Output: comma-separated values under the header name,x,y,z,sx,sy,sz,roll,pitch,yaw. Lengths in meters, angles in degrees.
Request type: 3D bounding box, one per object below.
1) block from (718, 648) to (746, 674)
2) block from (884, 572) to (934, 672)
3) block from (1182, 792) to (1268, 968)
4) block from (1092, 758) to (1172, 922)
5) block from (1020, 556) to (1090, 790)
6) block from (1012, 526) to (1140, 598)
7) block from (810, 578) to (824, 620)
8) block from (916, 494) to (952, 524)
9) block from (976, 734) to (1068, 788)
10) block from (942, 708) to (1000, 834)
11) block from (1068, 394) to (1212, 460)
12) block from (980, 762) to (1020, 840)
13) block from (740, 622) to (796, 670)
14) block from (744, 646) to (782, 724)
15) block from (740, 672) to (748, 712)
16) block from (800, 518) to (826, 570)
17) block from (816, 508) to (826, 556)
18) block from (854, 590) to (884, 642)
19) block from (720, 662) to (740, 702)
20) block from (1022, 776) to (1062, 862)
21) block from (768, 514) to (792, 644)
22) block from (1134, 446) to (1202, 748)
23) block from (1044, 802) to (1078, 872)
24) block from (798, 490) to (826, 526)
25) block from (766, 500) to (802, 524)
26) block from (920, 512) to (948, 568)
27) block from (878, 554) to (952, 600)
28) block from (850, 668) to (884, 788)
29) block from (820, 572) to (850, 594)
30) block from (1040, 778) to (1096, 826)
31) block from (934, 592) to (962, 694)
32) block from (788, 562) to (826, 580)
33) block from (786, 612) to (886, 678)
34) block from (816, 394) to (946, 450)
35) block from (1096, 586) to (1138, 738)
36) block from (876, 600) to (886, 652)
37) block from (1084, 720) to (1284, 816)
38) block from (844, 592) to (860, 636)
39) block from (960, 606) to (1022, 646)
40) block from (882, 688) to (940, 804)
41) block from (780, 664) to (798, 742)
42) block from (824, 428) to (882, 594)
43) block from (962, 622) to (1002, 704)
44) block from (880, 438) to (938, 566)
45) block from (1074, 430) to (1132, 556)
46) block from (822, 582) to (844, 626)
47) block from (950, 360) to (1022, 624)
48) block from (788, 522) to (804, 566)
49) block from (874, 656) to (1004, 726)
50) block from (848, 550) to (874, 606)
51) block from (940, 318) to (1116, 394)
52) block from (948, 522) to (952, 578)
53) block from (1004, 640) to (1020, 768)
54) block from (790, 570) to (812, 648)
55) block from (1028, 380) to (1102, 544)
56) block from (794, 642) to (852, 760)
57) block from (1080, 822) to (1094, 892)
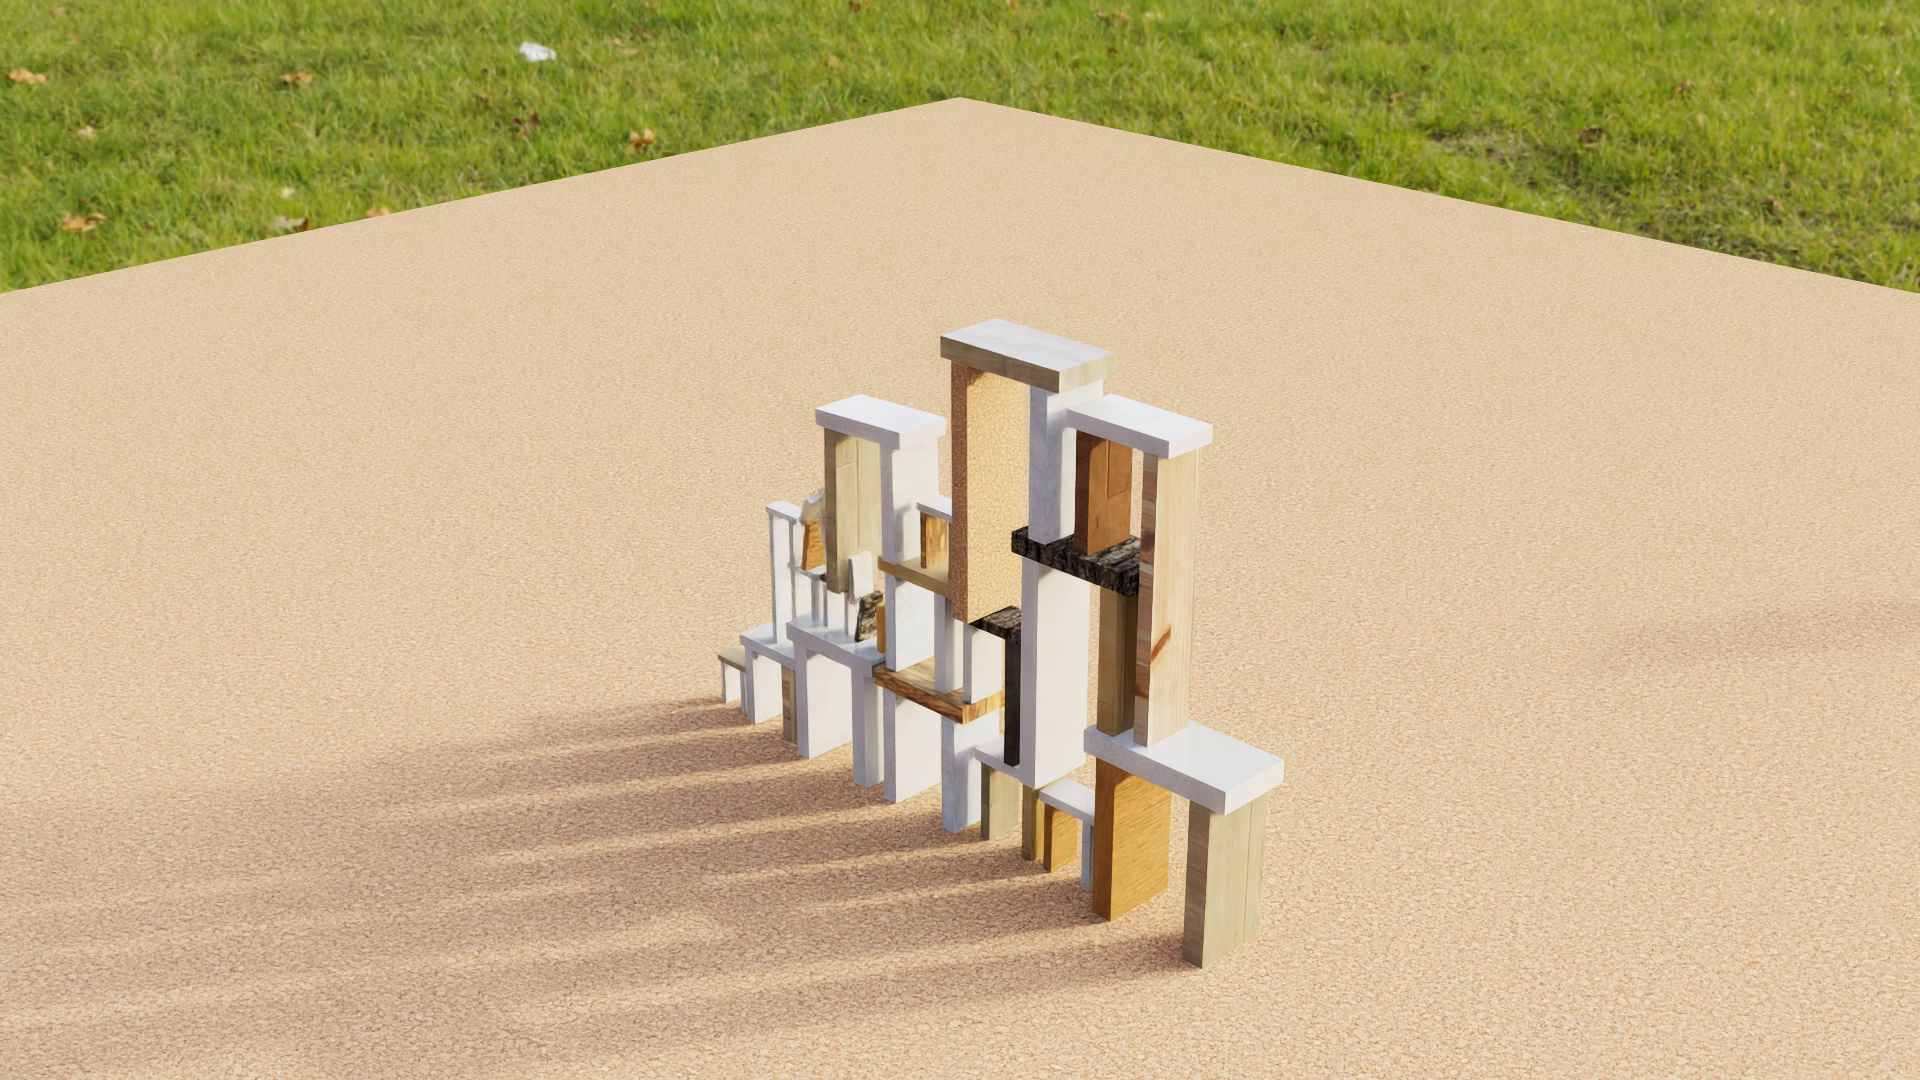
name,x,y,z,sx,sy,sz,roll,pitch,yaw
block,-0.485,0.266,4.861,0.099,0.014,0.050,21,31,41
block,-0.101,0.149,4.404,0.030,0.210,0.105,21,31,41
block,0.476,0.590,3.950,0.047,0.329,0.164,21,31,41
block,0.321,0.529,4.093,0.047,0.328,0.164,21,31,41
block,0.177,0.231,4.126,0.040,0.468,0.143,21,31,41
block,0.245,0.023,3.965,0.285,0.040,0.143,21,31,41
block,-0.289,0.118,4.594,0.013,0.094,0.047,21,31,41
block,-0.023,-0.058,4.230,0.058,0.016,0.116,-21,31,-41
block,0.119,0.430,4.285,0.168,0.024,0.084,21,31,40
block,0.021,0.446,4.386,0.036,0.252,0.126,21,31,41
block,0.309,-0.198,3.801,0.230,0.033,0.115,21,31,40
block,0.079,0.503,4.359,0.024,0.168,0.084,21,31,41
block,-0.383,0.227,4.734,0.179,0.025,0.090,21,31,41
block,-0.425,0.305,4.813,0.025,0.179,0.090,21,31,41
block,-0.462,0.328,4.862,0.014,0.099,0.050,21,31,41
block,-0.300,0.007,4.558,0.054,0.110,0.015,-21,40,-41
block,-0.258,-0.021,4.482,0.054,0.108,0.015,-32,40,-31
block,-0.186,0.156,4.492,0.052,0.103,0.015,-21,43,-41
block,-0.508,0.309,4.905,0.014,0.099,0.050,21,31,41
block,0.159,0.534,4.286,0.024,0.168,0.084,21,31,41
block,-0.379,0.077,4.674,0.014,0.299,0.048,21,31,41
block,0.364,0.094,3.866,0.033,0.556,0.115,21,31,41
block,0.195,0.562,4.248,0.021,0.147,0.073,21,31,41
block,-0.296,-0.068,4.499,0.054,0.108,0.015,-28,74,-24
block,-0.357,-0.058,4.592,0.048,0.014,0.095,-21,31,-40
block,-0.051,-0.008,4.281,0.016,0.116,0.058,21,31,41
block,-0.052,0.058,4.312,0.210,0.030,0.105,21,31,41
block,-0.162,0.370,4.553,0.037,0.263,0.131,21,31,41
block,-0.238,0.084,4.529,0.048,0.014,0.096,-21,31,-41
block,0.229,0.498,4.184,0.147,0.021,0.073,21,31,41
block,-0.002,0.188,4.313,0.030,0.210,0.105,21,31,41
block,-0.312,0.059,4.594,0.047,0.013,0.095,-21,31,-41
block,-0.224,0.208,4.551,0.263,0.037,0.131,21,31,41
block,-0.157,-0.232,4.300,0.122,0.034,0.243,-21,28,-40
block,0.312,0.199,3.967,0.040,0.285,0.143,21,31,41
block,-0.145,0.172,4.454,0.052,0.103,0.015,-21,31,-41
block,0.399,0.387,3.948,0.329,0.047,0.164,21,31,41
block,-0.216,0.144,4.529,0.048,0.096,0.014,-21,32,-41
block,0.084,0.153,4.201,0.084,0.024,0.168,-21,31,-40
block,-0.098,0.400,4.495,0.036,0.252,0.126,21,31,41
block,-0.340,0.338,4.736,0.025,0.179,0.090,21,31,41
block,-0.215,-0.073,4.432,0.034,0.352,0.121,22,31,40
block,0.044,0.226,4.275,0.084,0.168,0.024,-21,31,-41
block,-0.098,-0.084,4.298,0.121,0.243,0.034,-21,30,-41
block,0.255,-0.098,3.902,0.033,0.230,0.115,21,31,41
block,-0.262,0.127,4.571,0.014,0.096,0.048,21,31,41
block,0.051,-0.104,4.120,0.146,0.513,0.041,-21,31,-40
block,-0.334,0.001,4.593,0.048,0.095,0.014,-21,31,-41
block,-0.039,0.291,4.385,0.252,0.036,0.126,21,31,41
block,-0.202,0.078,4.472,0.015,0.103,0.052,21,33,40
block,0.120,-0.332,3.948,0.292,0.041,0.146,21,31,40
block,0.004,0.014,4.230,0.016,0.116,0.058,21,31,41
block,0.123,0.301,4.221,0.024,0.264,0.084,21,31,41
block,-0.334,0.144,4.654,0.013,0.190,0.047,21,31,41
block,0.189,-0.152,3.950,0.041,0.292,0.146,21,31,41
block,-0.286,0.321,4.667,0.037,0.263,0.131,21,31,41
block,0.264,0.589,4.185,0.021,0.147,0.073,21,31,41
